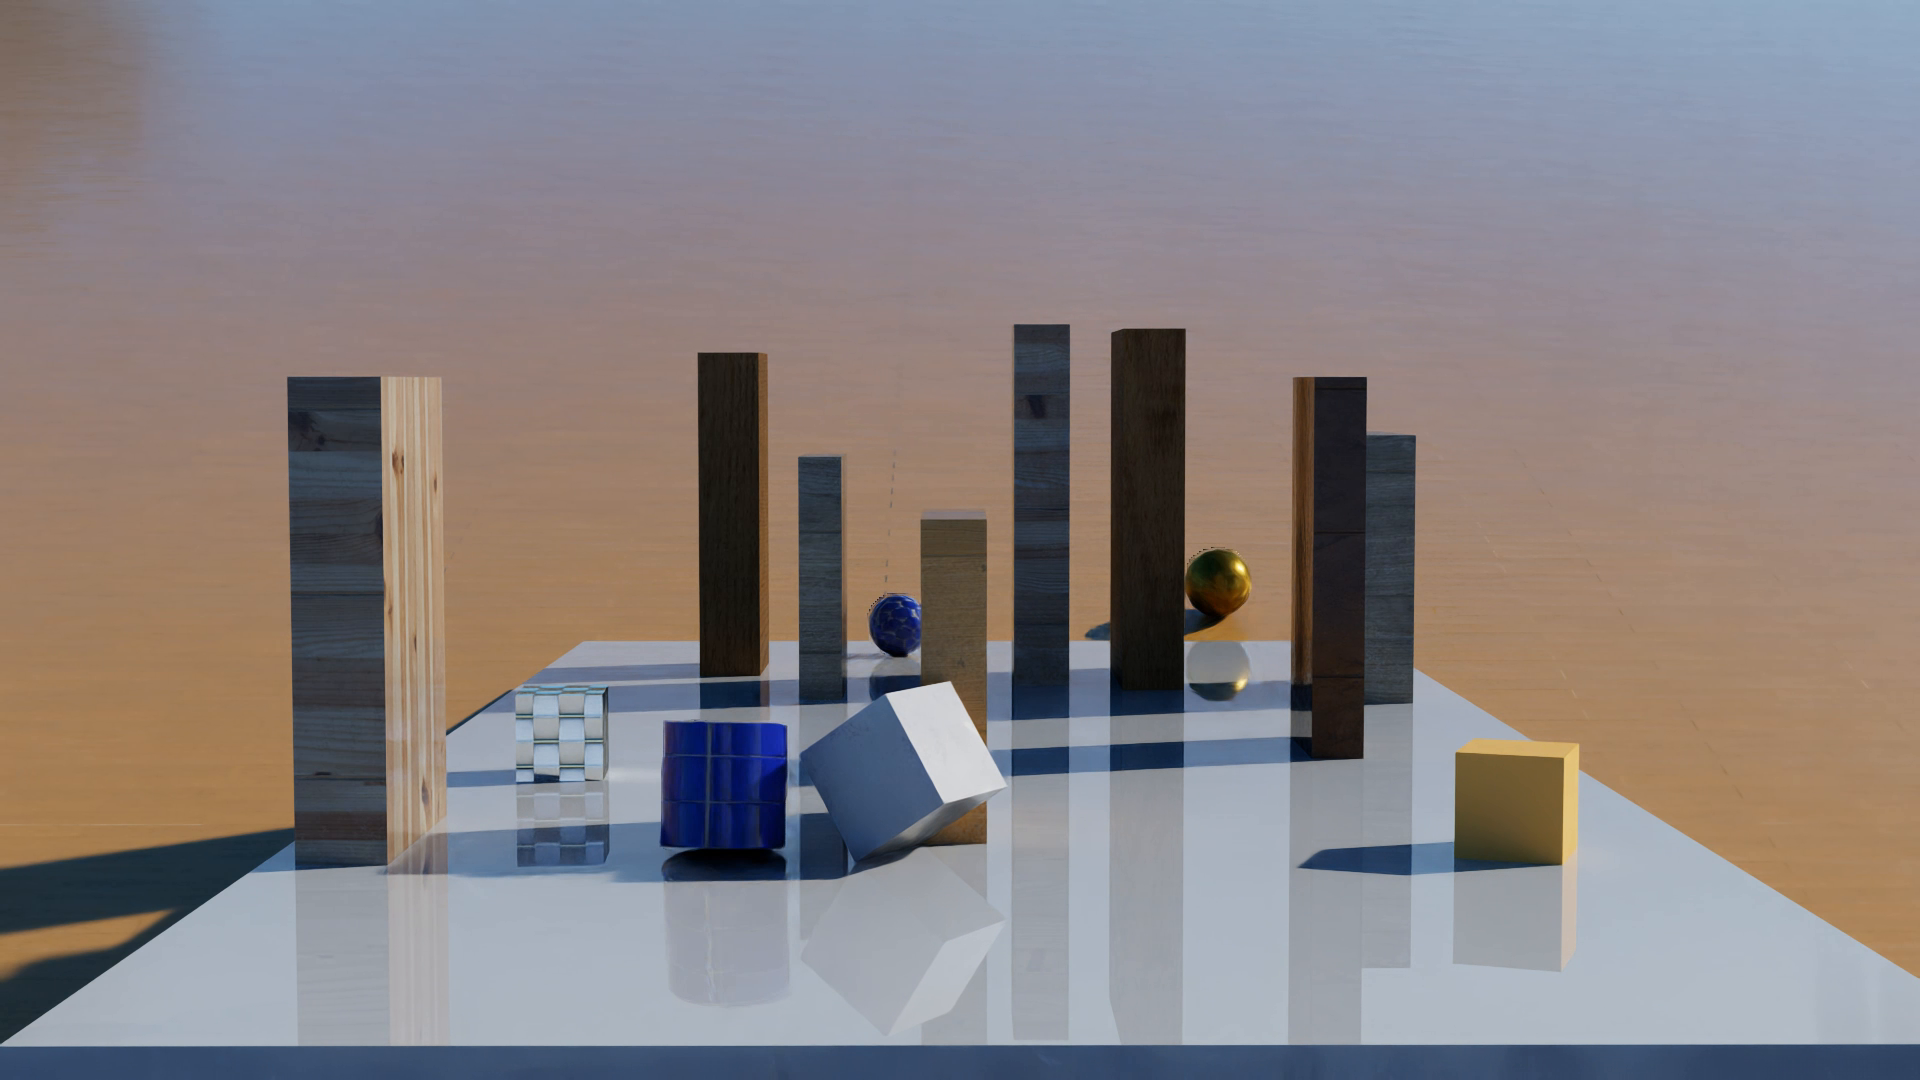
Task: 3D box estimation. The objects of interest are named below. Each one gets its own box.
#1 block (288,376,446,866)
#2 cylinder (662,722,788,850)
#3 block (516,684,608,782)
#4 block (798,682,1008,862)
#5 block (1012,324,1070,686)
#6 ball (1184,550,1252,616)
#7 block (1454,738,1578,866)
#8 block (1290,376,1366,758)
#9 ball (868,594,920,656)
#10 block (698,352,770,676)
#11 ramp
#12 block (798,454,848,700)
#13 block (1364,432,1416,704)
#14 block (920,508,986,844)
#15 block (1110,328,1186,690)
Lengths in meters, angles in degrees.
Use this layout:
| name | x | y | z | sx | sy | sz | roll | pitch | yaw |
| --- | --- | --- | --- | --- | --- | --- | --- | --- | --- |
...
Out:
| name | x | y | z | sx | sy | sz | roll | pitch | yaw |
| --- | --- | --- | --- | --- | --- | --- | --- | --- | --- |
| block | -0.840 | 0.099 | 3.667 | 0.125 | 0.662 | 0.407 | 0 | 3 | 0 |
| cylinder | -0.326 | 0.340 | 3.563 | 0.170 | 0.170 | 0.170 | 1 | -5 | 0 |
| block | -0.663 | 0.322 | 4.291 | 0.142 | 0.142 | 0.142 | 0 | 3 | -4 |
| block | -0.078 | 0.319 | 3.554 | 0.170 | 0.170 | 0.170 | -36 | -15 | 27 |
| block | 0.176 | -0.082 | 5.663 | 0.120 | 0.780 | 0.240 | 0 | 3 | 0 |
| ball | 0.696 | 0.116 | 6.924 | 0.180 | 0.180 | 0.180 | 0 | 20 | 0 |
| block | 0.775 | 0.362 | 3.571 | 0.147 | 0.147 | 0.147 | 1 | 4 | 21 |
| block | 0.657 | 0.041 | 4.594 | 0.090 | 0.664 | 0.285 | 0 | 3 | 0 |
| ball | -0.147 | 0.205 | 6.173 | 0.146 | 0.146 | 0.146 | 0 | 20 | 0 |
| block | -0.515 | -0.065 | 5.865 | 0.135 | 0.722 | 0.279 | 0 | 3 | 0 |
| ramp | 0.047 | 0.428 | 4.533 | 2.000 | 0.100 | 4.000 | 0 | 3 | 0 |
| block | -0.289 | 0.072 | 5.428 | 0.089 | 0.502 | 0.261 | 0 | 3 | 0 |
| block | 0.857 | 0.047 | 5.450 | 0.137 | 0.547 | 0.440 | 0 | 3 | 0 |
| block | -0.009 | 0.192 | 3.788 | 0.094 | 0.461 | 0.313 | 0 | 3 | 0 |
| block | 0.411 | -0.076 | 5.668 | 0.132 | 0.769 | 0.431 | 0 | 3 | 0 |
